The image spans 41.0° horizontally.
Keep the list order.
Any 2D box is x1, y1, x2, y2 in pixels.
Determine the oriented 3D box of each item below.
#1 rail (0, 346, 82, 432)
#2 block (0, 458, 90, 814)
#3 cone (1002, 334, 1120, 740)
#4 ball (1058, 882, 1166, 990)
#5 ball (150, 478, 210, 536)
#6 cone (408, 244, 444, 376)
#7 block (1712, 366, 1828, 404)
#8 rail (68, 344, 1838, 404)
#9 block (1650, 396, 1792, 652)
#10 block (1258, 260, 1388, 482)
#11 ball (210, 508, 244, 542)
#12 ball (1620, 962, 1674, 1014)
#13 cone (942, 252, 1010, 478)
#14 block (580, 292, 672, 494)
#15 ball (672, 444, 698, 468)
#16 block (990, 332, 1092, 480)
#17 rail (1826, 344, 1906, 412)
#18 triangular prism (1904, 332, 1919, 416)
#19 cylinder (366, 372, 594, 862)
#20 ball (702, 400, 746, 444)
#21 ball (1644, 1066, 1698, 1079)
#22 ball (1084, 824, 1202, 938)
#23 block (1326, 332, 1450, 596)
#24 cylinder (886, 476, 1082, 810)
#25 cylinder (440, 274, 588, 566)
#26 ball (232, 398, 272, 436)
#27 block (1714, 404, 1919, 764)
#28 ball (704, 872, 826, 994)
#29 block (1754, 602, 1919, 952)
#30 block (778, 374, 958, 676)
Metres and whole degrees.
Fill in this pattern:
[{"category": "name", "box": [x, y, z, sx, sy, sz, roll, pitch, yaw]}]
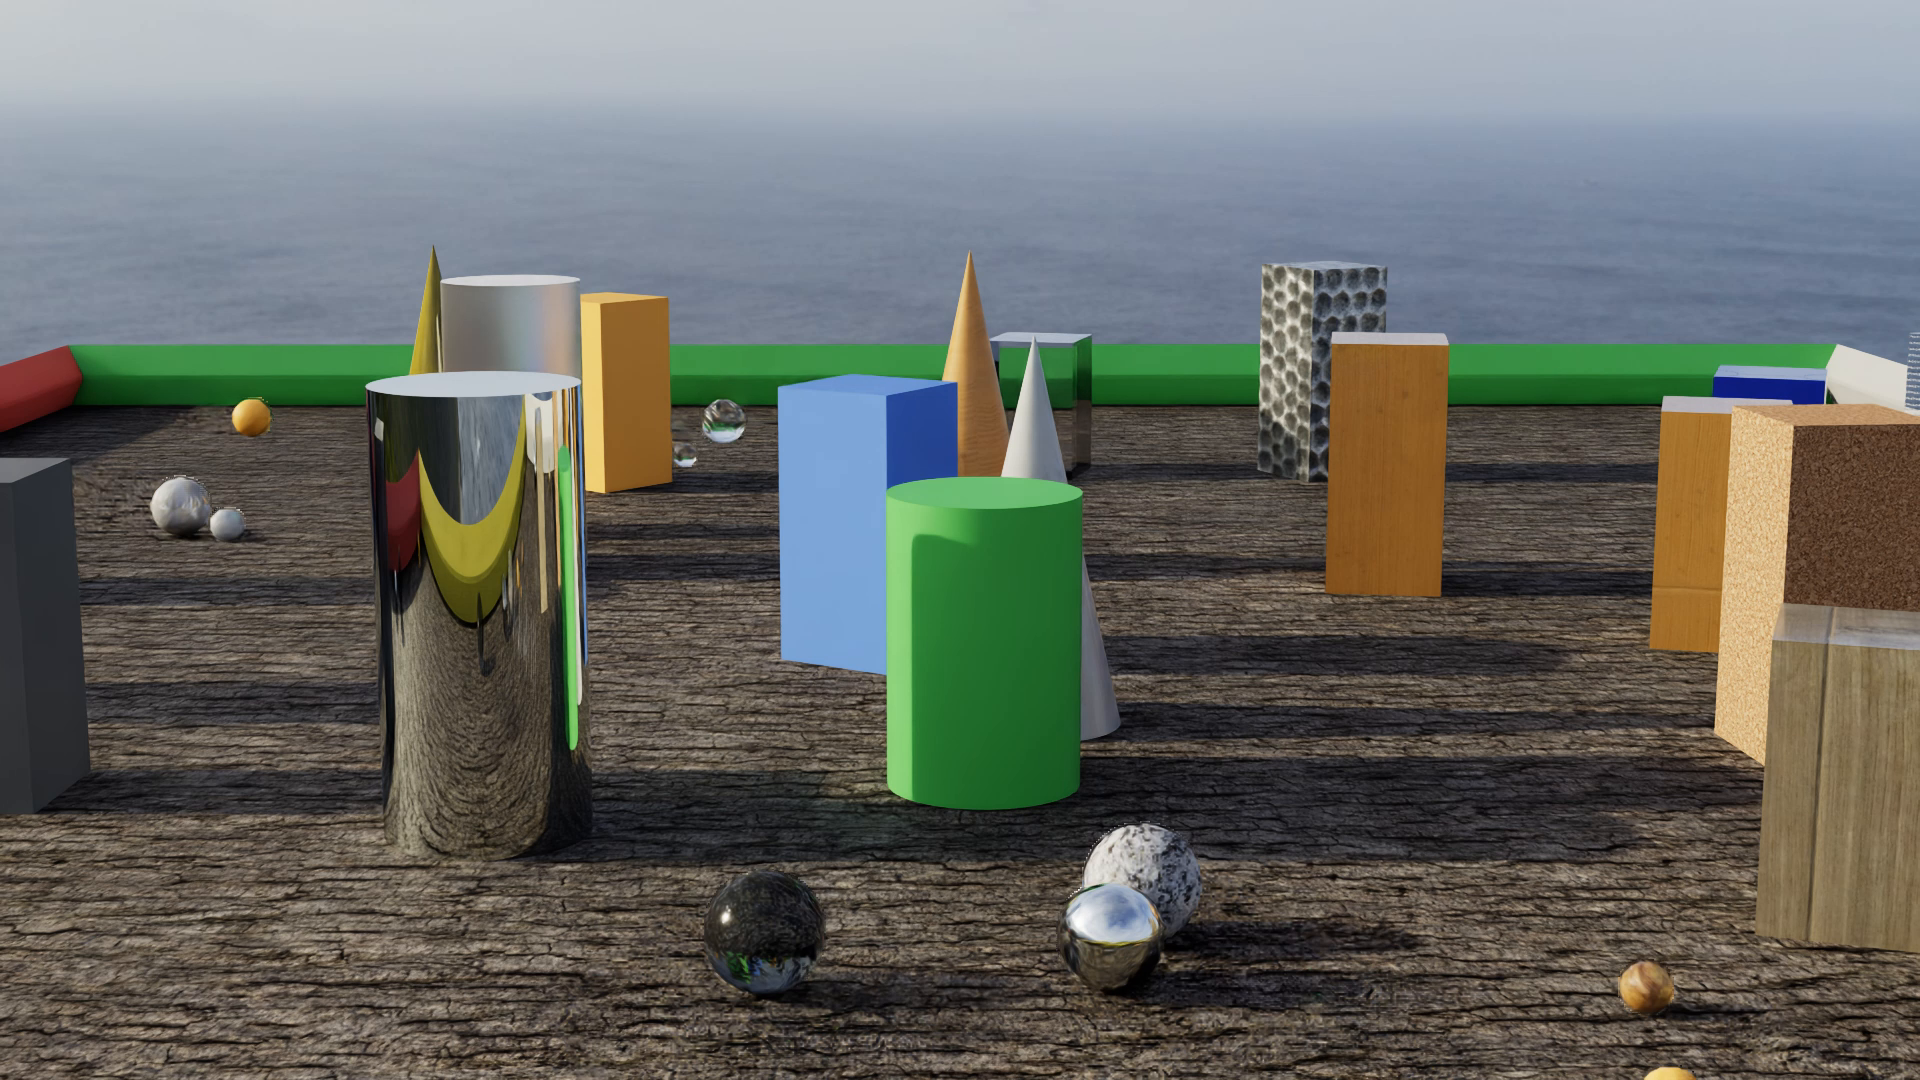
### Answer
[{"category": "rail", "box": [-1.896, 0.035, 3.438, 0.045, 0.129, 4.319, 0, 10, 0]}, {"category": "block", "box": [-0.990, 0.093, 2.577, 0.159, 0.331, 0.159, 0, 10, 1]}, {"category": "cone", "box": [0.081, -0.012, 2.846, 0.199, 0.439, 0.199, 0, 10, 0]}, {"category": "ball", "box": [0.121, 0.316, 2.045, 0.086, 0.086, 0.086, 0, 10, 0]}, {"category": "ball", "box": [-1.221, -0.052, 4.022, 0.090, 0.090, 0.090, 0, 10, 0]}, {"category": "cone", "box": [-0.817, -0.237, 4.018, 0.199, 0.454, 0.199, 0, 10, 0]}, {"category": "block", "box": [1.231, -0.122, 3.914, 0.159, 0.267, 0.159, 4, 11, 19]}, {"category": "rail", "box": [-0.012, -0.355, 5.549, 3.839, 0.129, 0.045, 0, 10, 0]}, {"category": "block", "box": [0.971, -0.021, 3.272, 0.159, 0.303, 0.159, 3, 11, 16]}, {"category": "block", "box": [0.650, -0.306, 4.611, 0.159, 0.375, 0.159, -5, 12, -27]}, {"category": "ball", "box": [-1.135, -0.023, 3.971, 0.052, 0.052, 0.052, 0, 10, 0]}, {"category": "ball", "box": [0.534, 0.348, 1.996, 0.040, 0.040, 0.040, 0, 10, 0]}, {"category": "cone", "box": [0.015, -0.193, 3.746, 0.199, 0.467, 0.199, 0, 10, 0]}, {"category": "block", "box": [-0.622, -0.262, 4.506, 0.159, 0.327, 0.159, 9, 14, 40]}, {"category": "ball", "box": [-0.504, -0.156, 4.707, 0.045, 0.045, 0.045, 0, 10, 0]}, {"category": "block", "box": [0.143, -0.244, 4.635, 0.159, 0.245, 0.159, 3, 11, 15]}, {"category": "rail", "box": [1.896, 0.031, 3.459, 0.045, 0.129, 4.319, 0, 10, 0]}, {"category": "triangular prism", "box": [1.466, -0.121, 3.677, 0.149, 0.350, 0.172, -9, 14, -41]}, {"category": "cylinder", "box": [-0.454, 0.067, 2.435, 0.199, 0.433, 0.199, 0, 10, 0]}, {"category": "ball", "box": [-0.461, -0.231, 5.001, 0.086, 0.086, 0.086, 0, 10, 0]}, {"category": "ball", "box": [0.492, 0.387, 1.774, 0.045, 0.045, 0.045, 0, 10, 0]}, {"category": "ball", "box": [0.154, 0.289, 2.156, 0.099, 0.099, 0.099, 0, 10, 0]}, {"category": "block", "box": [0.600, -0.110, 3.619, 0.159, 0.350, 0.159, 2, 11, 8]}, {"category": "cylinder", "box": [0.025, 0.101, 2.613, 0.199, 0.303, 0.199, 0, 10, 0]}, {"category": "cylinder", "box": [-0.648, -0.167, 3.734, 0.199, 0.421, 0.199, 0, 10, 0]}, {"category": "ball", "box": [-1.406, -0.243, 5.094, 0.075, 0.075, 0.075, 0, 10, 0]}, {"category": "block", "box": [0.921, 0.047, 2.733, 0.159, 0.364, 0.159, -1, 11, -6]}, {"category": "ball", "box": [-0.155, 0.312, 2.037, 0.097, 0.097, 0.097, 0, 10, 0]}, {"category": "block", "box": [0.776, 0.200, 2.201, 0.159, 0.256, 0.159, 4, 11, 20]}, {"category": "block", "box": [-0.112, -0.024, 3.181, 0.159, 0.340, 0.159, 7, 12, 32]}]
